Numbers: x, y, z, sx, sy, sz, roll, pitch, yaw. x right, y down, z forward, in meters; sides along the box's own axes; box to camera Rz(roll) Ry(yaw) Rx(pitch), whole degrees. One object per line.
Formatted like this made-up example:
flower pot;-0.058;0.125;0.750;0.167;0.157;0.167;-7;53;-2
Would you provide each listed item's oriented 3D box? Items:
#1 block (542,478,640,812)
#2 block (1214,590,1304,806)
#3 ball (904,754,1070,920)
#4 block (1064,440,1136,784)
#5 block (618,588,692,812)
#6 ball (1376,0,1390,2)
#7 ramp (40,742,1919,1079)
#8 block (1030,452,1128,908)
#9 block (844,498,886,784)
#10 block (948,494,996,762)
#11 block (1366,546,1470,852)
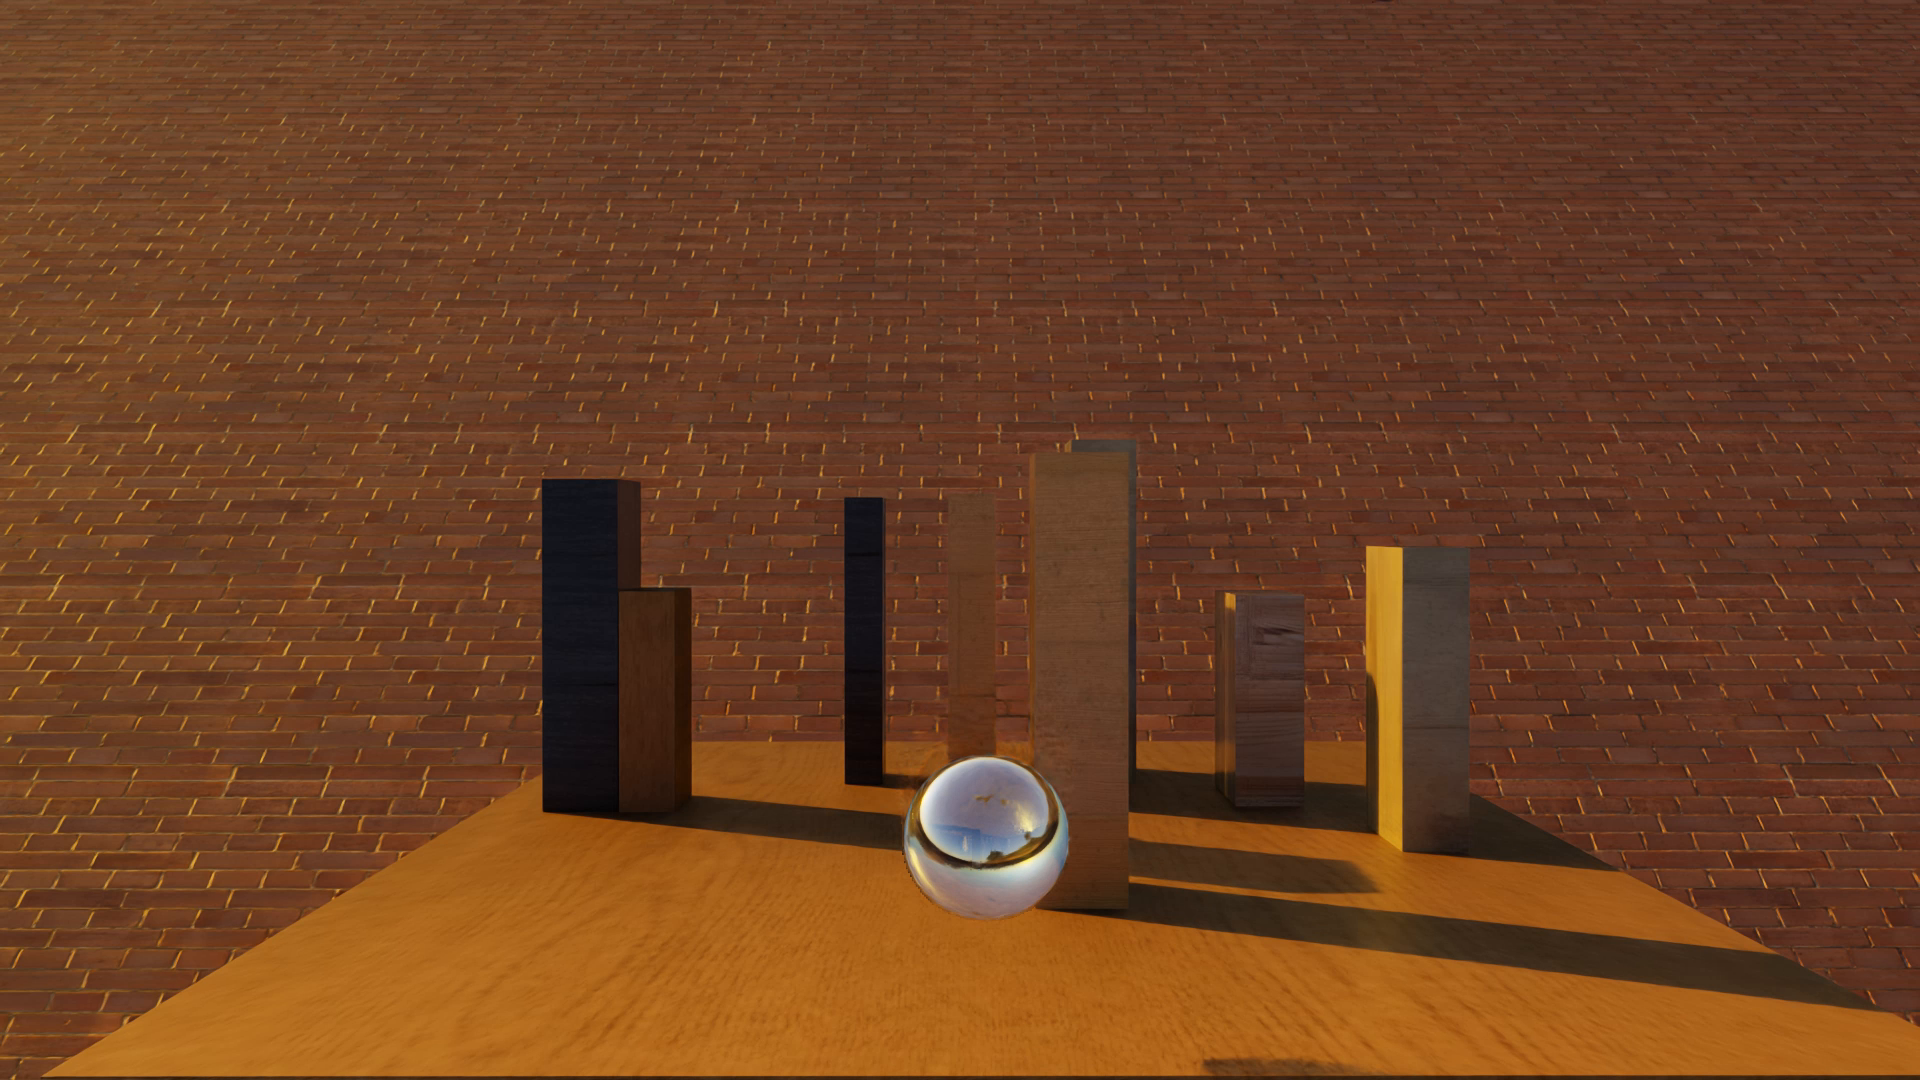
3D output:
block;-0.737;0.204;5.198;0.146;0.646;0.370;0;0;0
block;0.612;0.316;5.311;0.136;0.418;0.407;0;0;0
ball;0.030;0.332;2.888;0.185;0.185;0.185;0;29;0
block;0.309;0.153;5.738;0.140;0.739;0.361;0;0;0
block;-0.607;0.313;5.170;0.108;0.428;0.318;0;0;0
ball;0.382;-0.555;2.323;0.138;0.138;0.138;0;29;0
ramp;0.065;0.580;4.626;2.000;0.100;4.000;0;0;0
block;0.177;0.203;3.902;0.136;0.664;0.292;0;0;0
block;-0.207;0.215;5.663;0.081;0.615;0.243;0;0;0
block;0.024;0.214;5.493;0.096;0.620;0.385;0;0;0
block;0.810;0.271;4.599;0.114;0.518;0.390;0;0;0
